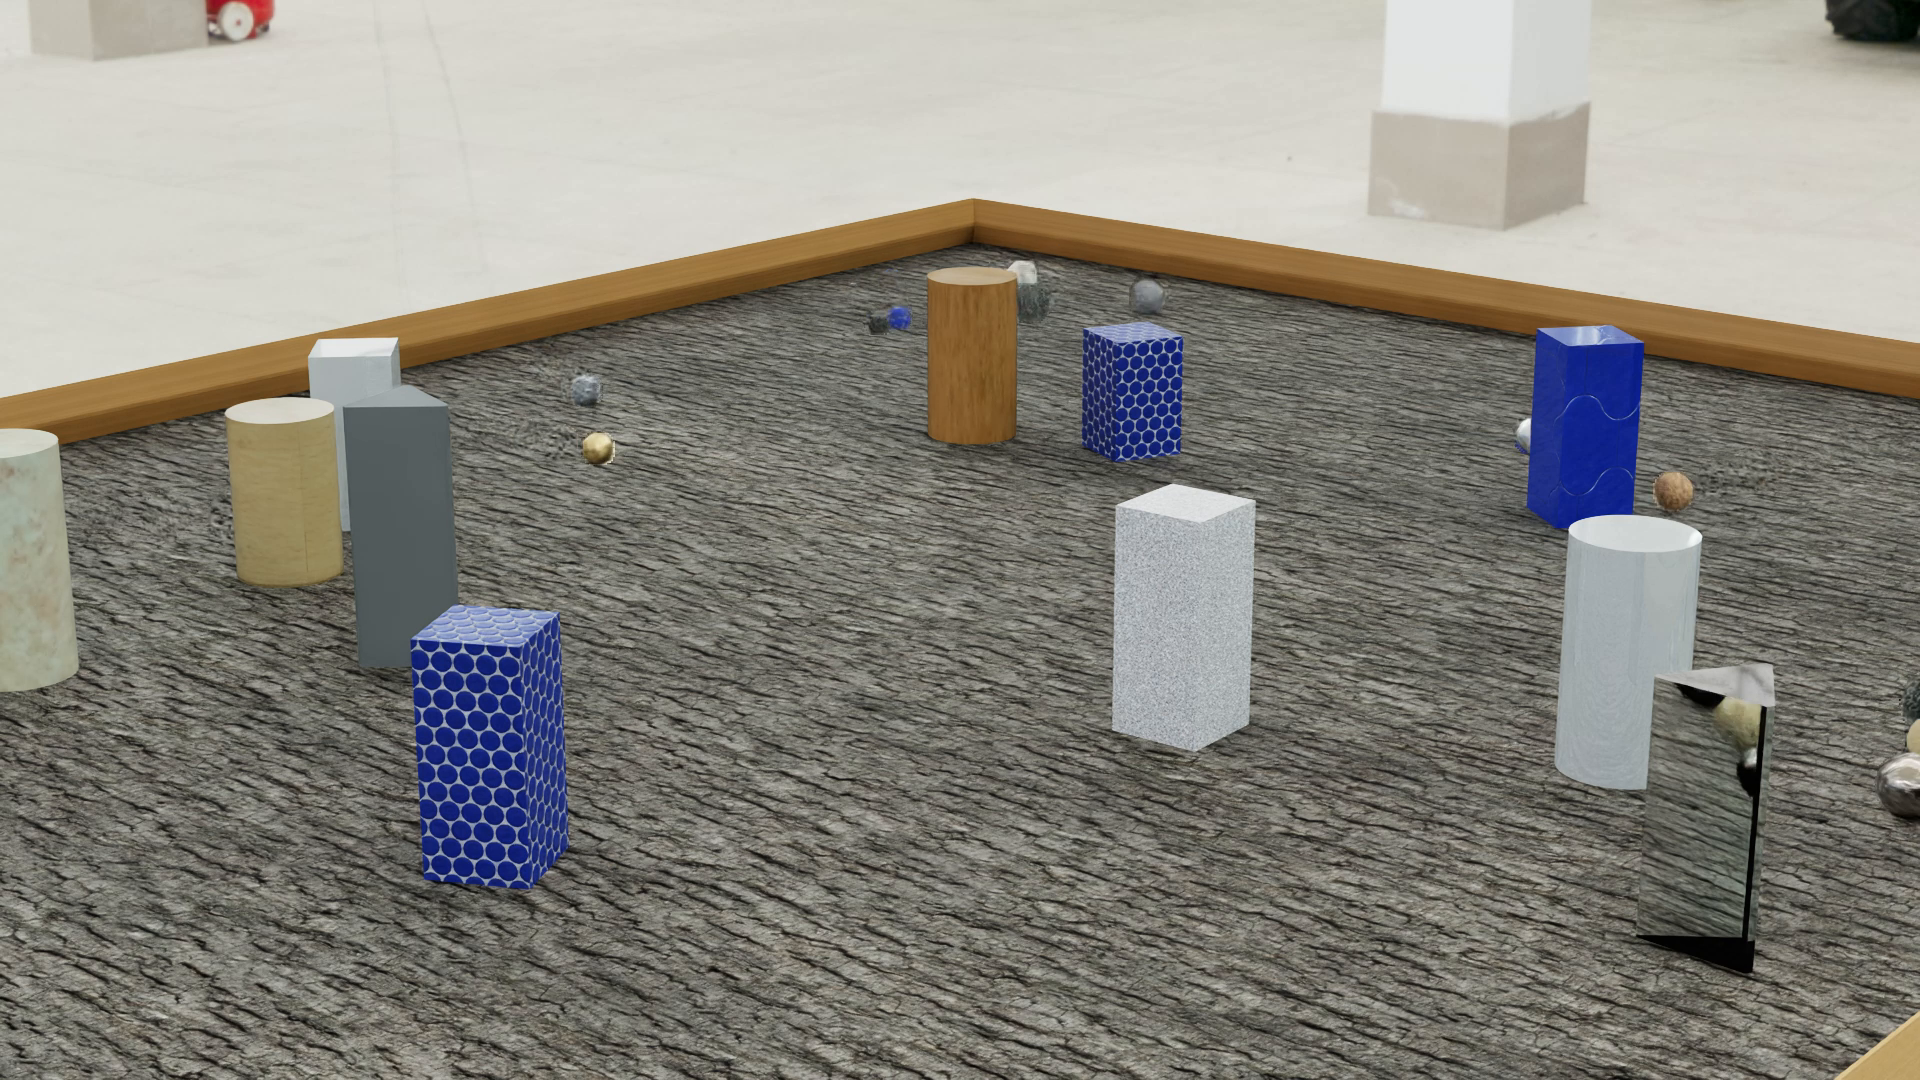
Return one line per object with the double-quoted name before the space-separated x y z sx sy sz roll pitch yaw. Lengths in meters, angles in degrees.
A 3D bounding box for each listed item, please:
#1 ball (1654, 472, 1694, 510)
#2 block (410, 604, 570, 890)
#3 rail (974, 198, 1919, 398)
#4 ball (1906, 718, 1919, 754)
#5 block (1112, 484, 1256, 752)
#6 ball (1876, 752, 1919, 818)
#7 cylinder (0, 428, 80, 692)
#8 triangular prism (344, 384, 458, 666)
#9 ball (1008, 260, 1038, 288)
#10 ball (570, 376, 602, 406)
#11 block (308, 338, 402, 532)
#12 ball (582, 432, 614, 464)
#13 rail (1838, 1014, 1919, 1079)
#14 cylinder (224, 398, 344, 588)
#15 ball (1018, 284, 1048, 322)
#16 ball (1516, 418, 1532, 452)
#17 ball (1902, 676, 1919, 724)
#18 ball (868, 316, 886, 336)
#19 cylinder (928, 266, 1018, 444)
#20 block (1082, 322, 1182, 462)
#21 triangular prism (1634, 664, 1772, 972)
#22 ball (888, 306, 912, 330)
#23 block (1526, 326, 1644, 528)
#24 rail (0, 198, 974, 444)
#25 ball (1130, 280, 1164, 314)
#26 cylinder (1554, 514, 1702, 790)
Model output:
"ball" 1.369 -0.094 5.623 0.072 0.072 0.072 0 17 0
"block" -0.628 0.276 3.936 0.150 0.340 0.150 4 17 12
"rail" 1.581 -0.496 6.863 4.132 0.122 0.045 14 22 39
"ball" 1.435 0.297 4.313 0.082 0.082 0.082 0 17 0
"block" 0.338 0.115 4.437 0.150 0.357 0.150 13 21 36
"ball" 1.340 0.346 4.134 0.092 0.092 0.092 0 17 0
"cylinder" -1.519 0.031 4.676 0.188 0.381 0.188 0 17 0
"triangular prism" -0.896 -0.024 4.765 0.163 0.435 0.141 -1 17 -2
"ball" 0.159 -0.679 7.542 0.082 0.082 0.082 0 17 0
"ball" -0.816 -0.325 6.397 0.067 0.067 0.067 0 17 0
"block" -1.131 -0.199 5.518 0.150 0.334 0.150 -1 17 -5
"ball" -0.734 -0.185 5.941 0.063 0.063 0.063 0 17 0
"rail" 1.542 0.418 3.839 0.045 0.122 4.869 14 22 39
"cylinder" -1.197 -0.085 5.204 0.188 0.298 0.188 0 17 0
"ball" 0.170 -0.581 7.196 0.094 0.094 0.094 0 17 0
"ball" 1.178 -0.214 6.019 0.072 0.072 0.072 0 17 0
"ball" 1.479 0.248 4.455 0.092 0.092 0.092 0 17 0
"ball" -0.199 -0.515 7.063 0.045 0.045 0.045 0 17 0
"cylinder" 0.026 -0.387 6.136 0.188 0.337 0.188 0 17 0
"block" 0.353 -0.306 6.022 0.150 0.247 0.150 -8 18 -24
"triangular prism" 0.973 0.340 3.703 0.163 0.353 0.141 16 23 42
"ball" -0.148 -0.541 7.125 0.058 0.058 0.058 0 17 0
"block" 1.180 -0.215 5.540 0.150 0.351 0.150 -3 17 -11
"rail" -1.542 -0.357 6.402 0.045 0.122 4.869 14 22 39
"ball" 0.464 -0.603 7.285 0.085 0.085 0.085 0 17 0
"cylinder" 0.973 0.162 4.279 0.188 0.359 0.188 0 17 0
